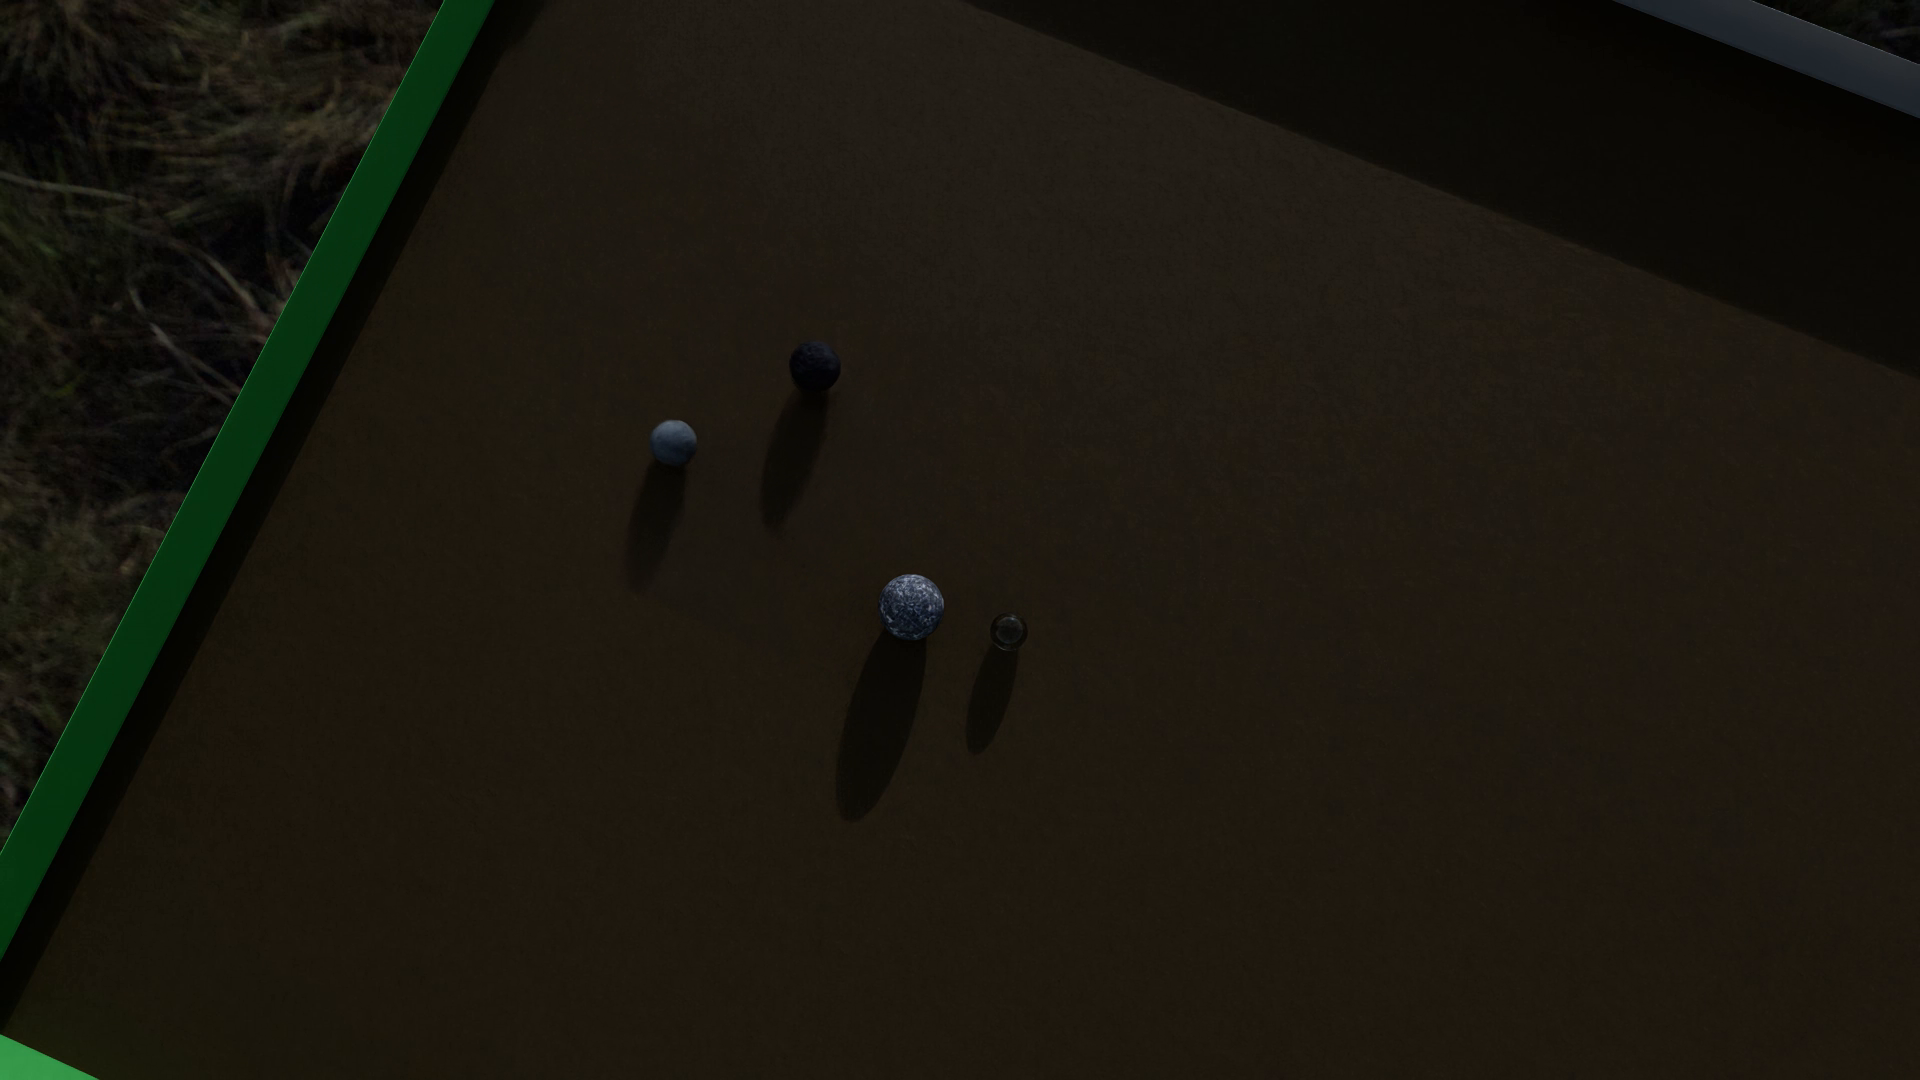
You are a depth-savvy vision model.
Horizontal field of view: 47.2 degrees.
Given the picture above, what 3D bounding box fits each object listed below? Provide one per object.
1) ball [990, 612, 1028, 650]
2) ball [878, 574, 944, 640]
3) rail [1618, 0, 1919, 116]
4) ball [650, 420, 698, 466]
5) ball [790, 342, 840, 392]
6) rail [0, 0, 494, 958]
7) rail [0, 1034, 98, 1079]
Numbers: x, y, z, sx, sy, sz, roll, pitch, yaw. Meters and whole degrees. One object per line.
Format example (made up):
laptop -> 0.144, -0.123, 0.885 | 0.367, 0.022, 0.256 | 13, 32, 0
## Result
ball -> 0.073, 0.137, 3.290 | 0.058, 0.058, 0.058 | 0, 77, 0
ball -> -0.073, 0.100, 3.277 | 0.099, 0.099, 0.099 | 0, 77, 0
rail -> 1.462, -0.699, 3.439 | 4.256, 0.129, 0.045 | 23, 78, 5
ball -> -0.435, -0.148, 3.347 | 0.071, 0.071, 0.071 | 0, 77, 0
ball -> -0.221, -0.265, 3.370 | 0.077, 0.077, 0.077 | 0, 77, 0
rail -> -0.956, -0.406, 3.374 | 0.045, 0.129, 2.503 | 23, 78, 5
rail -> 0.494, 1.504, 2.946 | 4.256, 0.129, 0.045 | 23, 78, 5
